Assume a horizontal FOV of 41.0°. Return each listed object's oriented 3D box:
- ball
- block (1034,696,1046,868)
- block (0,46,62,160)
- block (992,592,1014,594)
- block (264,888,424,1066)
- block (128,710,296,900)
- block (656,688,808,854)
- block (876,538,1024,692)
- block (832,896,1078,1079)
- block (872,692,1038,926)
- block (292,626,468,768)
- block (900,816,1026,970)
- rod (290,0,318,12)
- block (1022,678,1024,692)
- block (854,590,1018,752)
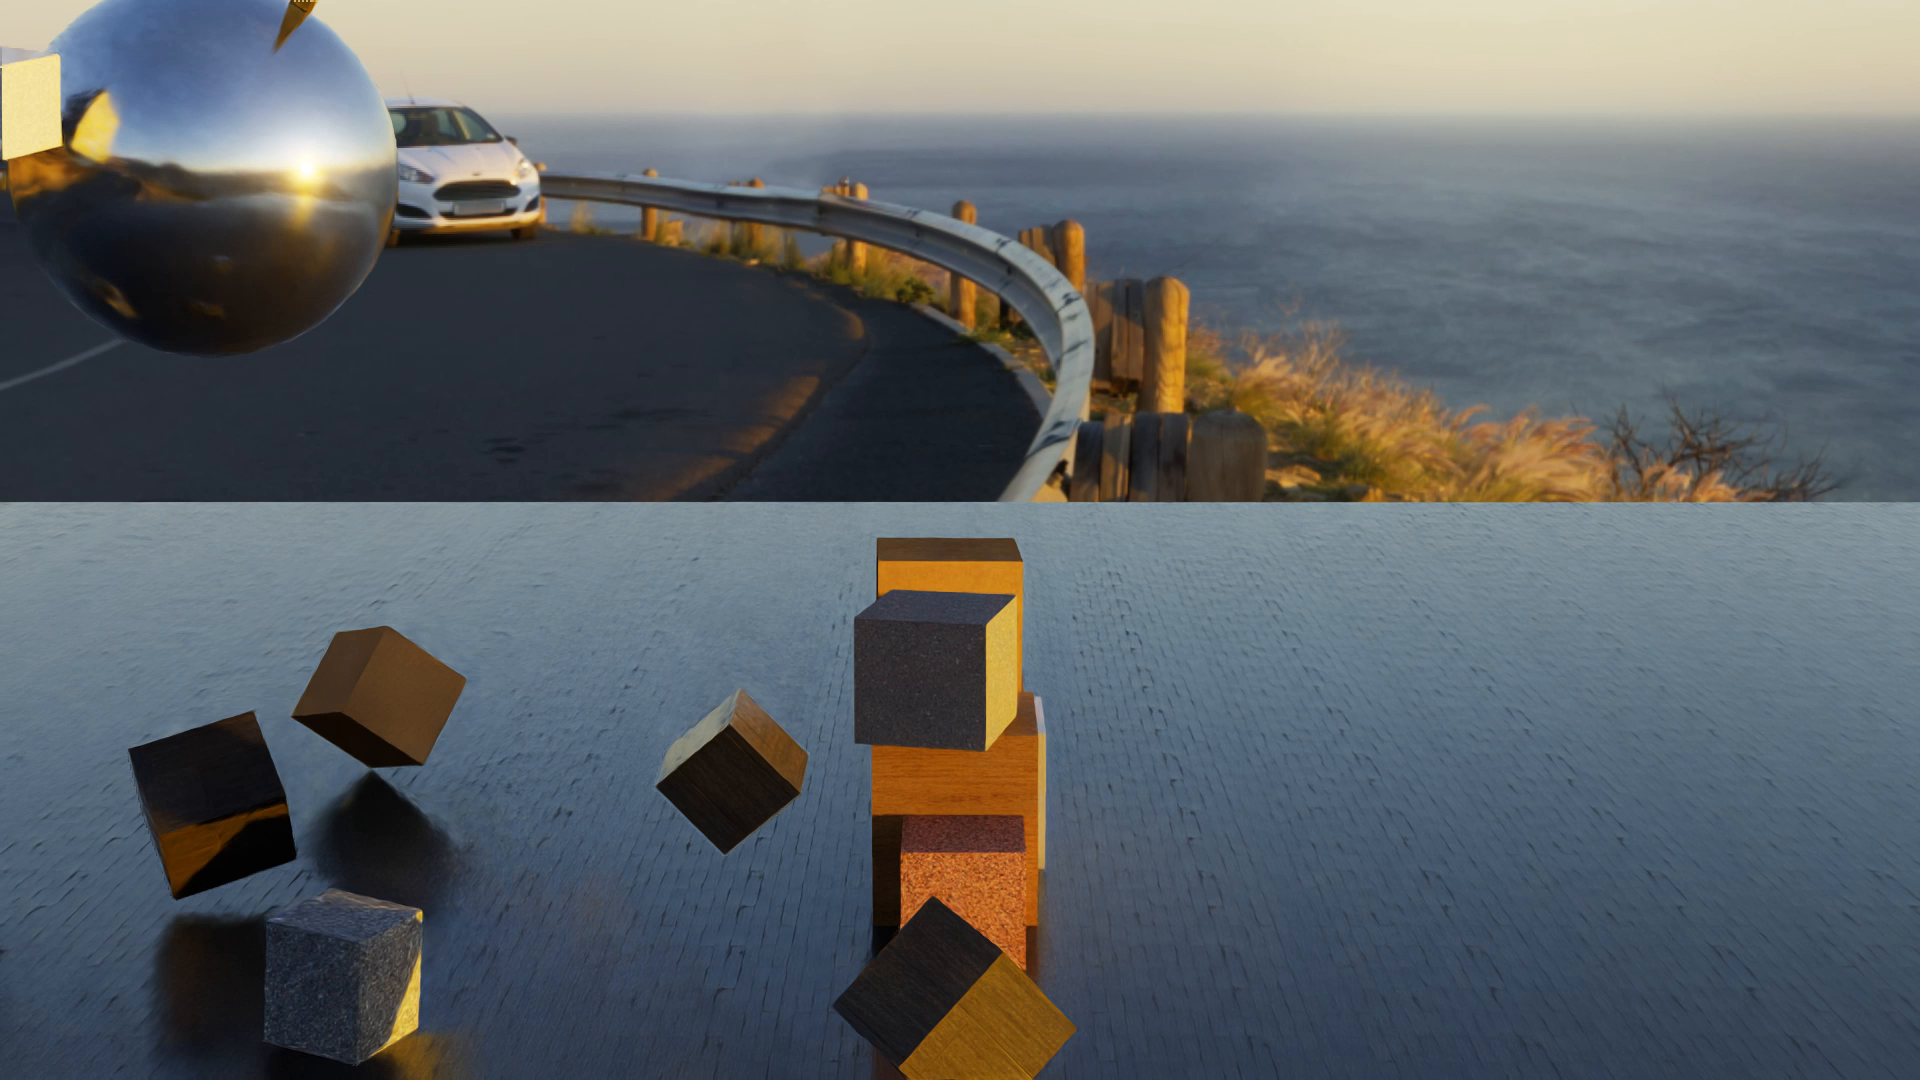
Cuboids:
[{"bbox_3d":[-3.196,-1.574,10.894,1.600,1.600,1.600,0,10,0],"label":"ball"},{"bbox_3d":[0.006,1.103,11.753,0.749,0.625,0.677,0,10,0],"label":"block"},{"bbox_3d":[-3.759,-1.705,9.957,0.353,0.361,0.382,10,19,13],"label":"block"},{"bbox_3d":[0.007,0.478,11.245,0.470,0.402,0.491,0,10,0],"label":"block"},{"bbox_3d":[-2.257,1.594,9.399,0.398,0.466,0.401,9,13,19],"label":"block"},{"bbox_3d":[-3.192,1.135,10.976,0.531,0.514,0.465,-18,56,-21],"label":"block"},{"bbox_3d":[-0.899,0.912,10.149,0.408,0.393,0.347,-40,14,15],"label":"block"},{"bbox_3d":[-0.059,0.402,11.840,0.649,0.727,0.654,0,9,-2],"label":"block"},{"bbox_3d":[-0.020,1.607,8.637,0.505,0.475,0.463,-47,34,-10],"label":"block"},{"bbox_3d":[-0.020,1.140,11.015,0.687,0.817,0.763,0,10,0],"label":"block"},{"bbox_3d":[-2.921,0.796,12.905,0.517,0.496,0.539,39,-29,-31],"label":"block"},{"bbox_3d":[0.013,1.422,10.401,0.494,0.481,0.523,0,10,0],"label":"block"},{"bbox_3d":[-1.385,-4.405,10.379,0.080,5.200,0.080,32,9,-5],"label":"rod"},{"bbox_3d":[0.018,0.995,12.374,0.574,0.614,0.572,0,10,0],"label":"block"},{"bbox_3d":[-0.094,0.531,10.624,0.547,0.521,0.606,2,11,13],"label":"block"}]
